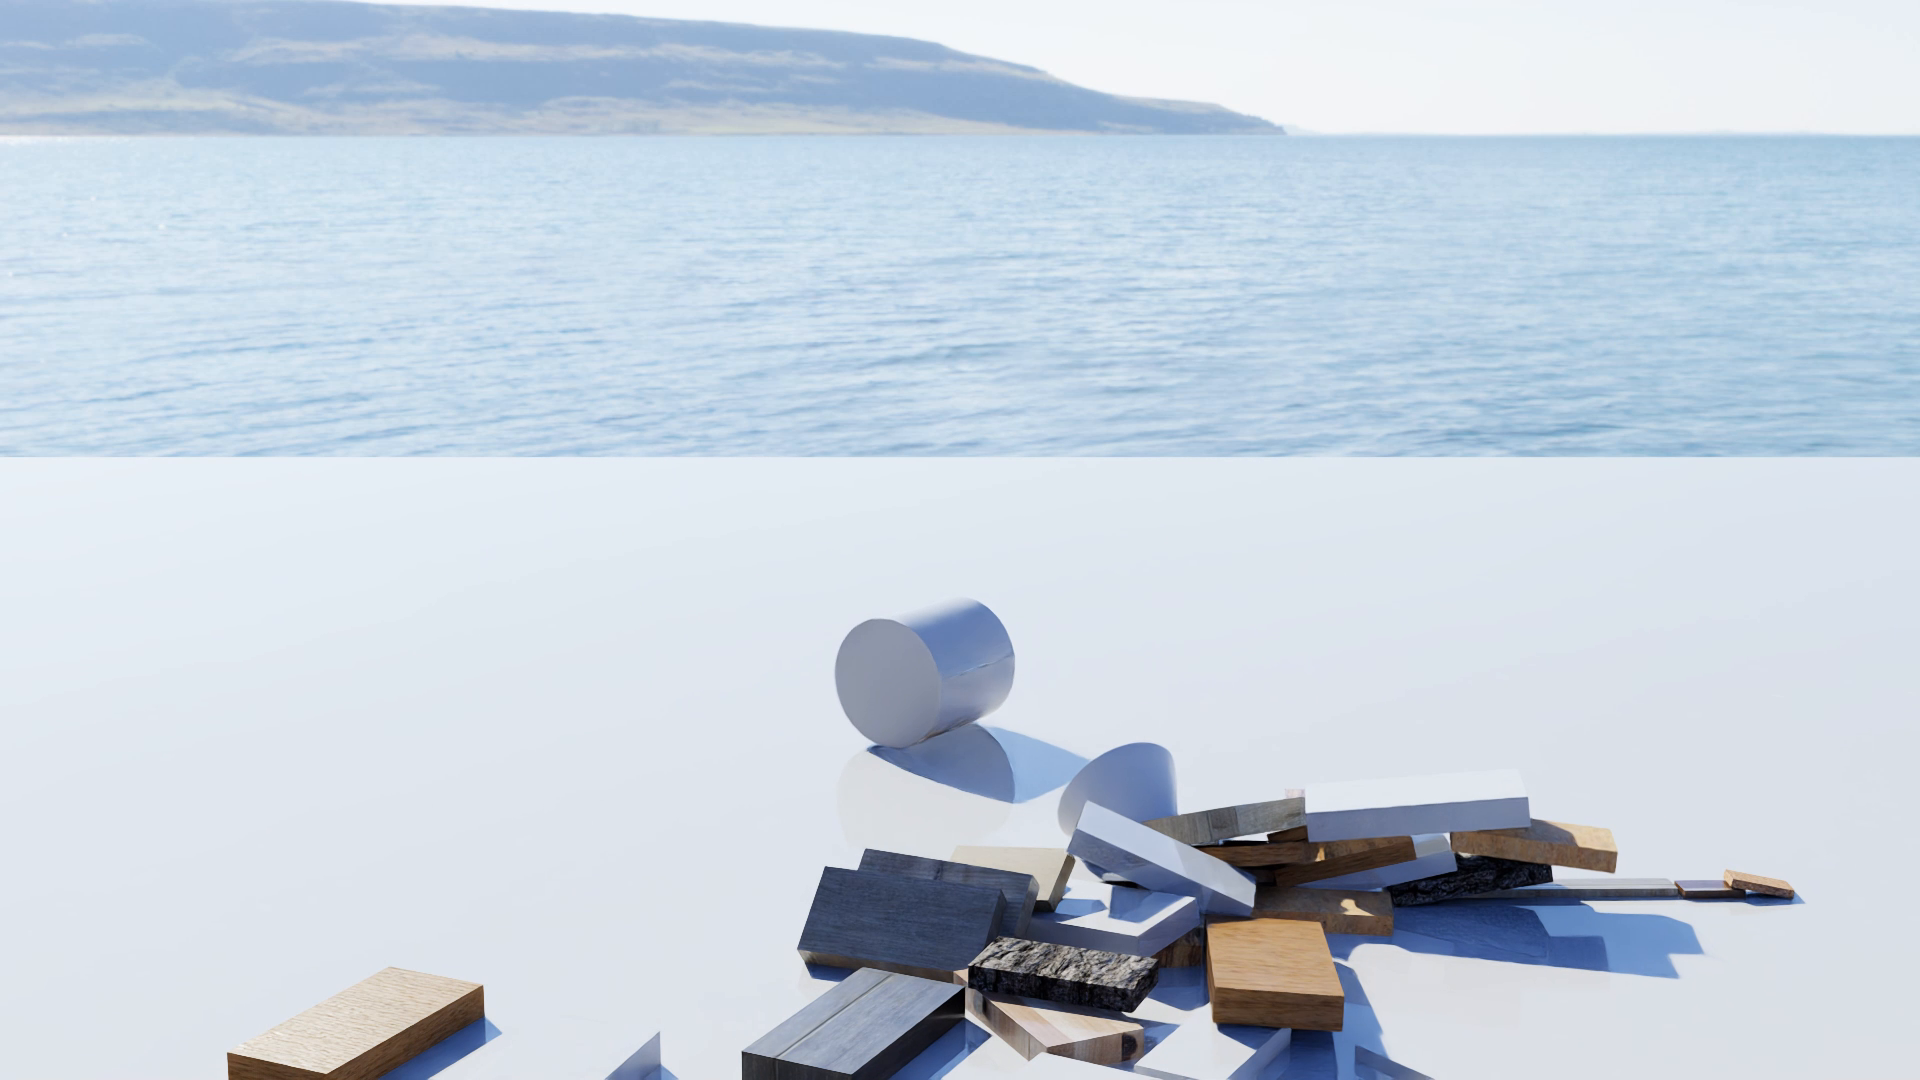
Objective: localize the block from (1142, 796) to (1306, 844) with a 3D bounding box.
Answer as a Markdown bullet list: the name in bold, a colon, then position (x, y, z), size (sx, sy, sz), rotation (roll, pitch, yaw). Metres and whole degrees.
- **block**: position (0.478, 0.482, 3.760), size (0.177, 0.050, 0.355), rotation (-15, -11, 33)

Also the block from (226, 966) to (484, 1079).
- **block**: position (-0.829, 0.682, 3.043), size (0.167, 0.047, 0.335), rotation (5, 12, 24)

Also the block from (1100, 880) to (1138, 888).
- **block**: position (0.231, 0.570, 3.562), size (0.061, 0.017, 0.122), rotation (6, -19, -27)

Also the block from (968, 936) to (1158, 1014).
- **block**: position (0.149, 0.623, 3.161), size (0.247, 0.035, 0.123), rotation (4, 11, 22)

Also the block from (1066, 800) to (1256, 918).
- **block**: position (0.322, 0.515, 3.492), size (0.299, 0.042, 0.149), rotation (24, 13, 5)

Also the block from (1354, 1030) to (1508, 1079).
- **block**: position (0.643, 0.714, 2.942), size (0.078, 0.022, 0.235), rotation (-8, 13, -36)

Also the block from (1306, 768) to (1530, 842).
- **block**: position (0.755, 0.439, 3.649), size (0.355, 0.050, 0.177), rotation (-6, 8, 10)

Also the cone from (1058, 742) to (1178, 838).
- **cone**: position (0.325, 0.514, 3.789), size (0.235, 0.235, 0.235), rotation (-5, 38, -27)

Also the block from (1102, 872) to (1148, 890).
- **block**: position (0.353, 0.563, 3.633), size (0.209, 0.030, 0.104), rotation (0, -3, -26)

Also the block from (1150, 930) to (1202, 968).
- **block**: position (0.296, 0.613, 3.454), size (0.115, 0.033, 0.230), rotation (-1, 11, -7)

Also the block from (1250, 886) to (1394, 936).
- **block**: position (0.578, 0.597, 3.543), size (0.230, 0.033, 0.115), rotation (1, 11, 8)

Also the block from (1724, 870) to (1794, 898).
- **block**: position (1.332, 0.574, 3.667), size (0.103, 0.015, 0.051), rotation (11, 10, 3)

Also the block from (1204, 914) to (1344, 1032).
- **block**: position (0.452, 0.627, 3.212), size (0.177, 0.050, 0.387), rotation (3, 5, 4)

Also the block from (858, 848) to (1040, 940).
- **block**: position (-0.035, 0.571, 3.403), size (0.291, 0.145, 0.041), rotation (5, -32, 26)

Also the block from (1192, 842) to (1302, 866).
- **block**: position (0.447, 0.522, 3.644), size (0.112, 0.032, 0.225), rotation (1, -8, -36)

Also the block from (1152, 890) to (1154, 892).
- **block**: position (0.322, 0.582, 3.493), size (0.054, 0.015, 0.107), rotation (-3, 11, -16)

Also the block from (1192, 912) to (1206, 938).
- **block**: position (0.379, 0.609, 3.524), size (0.054, 0.015, 0.107), rotation (-2, 11, -13)

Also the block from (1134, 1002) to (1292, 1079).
- **block**: position (0.346, 0.698, 2.991), size (0.123, 0.035, 0.247), rotation (6, 12, 30)

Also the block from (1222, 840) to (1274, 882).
- **block**: position (0.496, 0.554, 3.801), size (0.078, 0.022, 0.157), rotation (1, 11, 4)

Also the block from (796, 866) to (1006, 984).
- **block**: position (-0.088, 0.586, 3.341), size (0.291, 0.041, 0.145), rotation (4, 53, 20)

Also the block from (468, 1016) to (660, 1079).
- **block**: position (-0.540, 0.715, 2.865), size (0.167, 0.047, 0.335), rotation (3, 11, 18)

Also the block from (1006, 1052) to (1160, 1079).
- **block**: position (0.187, 0.726, 2.844), size (0.247, 0.035, 0.123), rotation (6, 12, 29)

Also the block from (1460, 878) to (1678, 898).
- **block**: position (0.993, 0.582, 3.675), size (0.399, 0.015, 0.051), rotation (0, 11, -1)

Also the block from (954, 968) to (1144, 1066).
- **block**: position (0.121, 0.671, 3.118), size (0.149, 0.042, 0.299), rotation (-5, 12, -25)

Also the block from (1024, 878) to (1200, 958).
- **block**: position (0.208, 0.587, 3.422), size (0.299, 0.042, 0.149), rotation (1, 16, 43)

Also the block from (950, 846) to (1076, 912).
- **block**: position (0.071, 0.537, 3.492), size (0.209, 0.030, 0.104), rotation (-3, 41, 31)

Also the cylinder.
- **cylinder**: position (-0.072, 0.274, 4.625), size (0.272, 0.272, 0.272), rotation (7, 13, 34)

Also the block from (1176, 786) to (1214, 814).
- **block**: position (0.410, 0.503, 4.052), size (0.112, 0.032, 0.225), rotation (0, 11, 1)

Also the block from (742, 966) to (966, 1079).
- **block**: position (-0.142, 0.683, 3.041), size (0.167, 0.047, 0.335), rotation (5, 12, 26)

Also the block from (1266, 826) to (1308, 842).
- **block**: position (0.580, 0.516, 3.780), size (0.078, 0.022, 0.157), rotation (-15, -18, 14)

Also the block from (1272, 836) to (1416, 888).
- **block**: position (0.633, 0.520, 3.650), size (0.230, 0.033, 0.115), rotation (-13, 10, 6)

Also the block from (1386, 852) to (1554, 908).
- **block**: position (0.840, 0.550, 3.654), size (0.259, 0.037, 0.130), rotation (-10, 10, 5)

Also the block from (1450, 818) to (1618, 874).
- **block**: position (0.939, 0.493, 3.615), size (0.259, 0.037, 0.130), rotation (7, 10, 10)

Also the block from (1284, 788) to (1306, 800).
- **block**: position (0.656, 0.506, 4.035), size (0.112, 0.032, 0.225), rotation (1, 11, 6)

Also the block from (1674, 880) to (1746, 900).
- **block**: position (1.251, 0.583, 3.668), size (0.103, 0.015, 0.051), rotation (0, 11, -2)

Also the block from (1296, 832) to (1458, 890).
- **block**: position (0.685, 0.541, 3.663), size (0.259, 0.037, 0.130), rotation (-13, 10, 4)
